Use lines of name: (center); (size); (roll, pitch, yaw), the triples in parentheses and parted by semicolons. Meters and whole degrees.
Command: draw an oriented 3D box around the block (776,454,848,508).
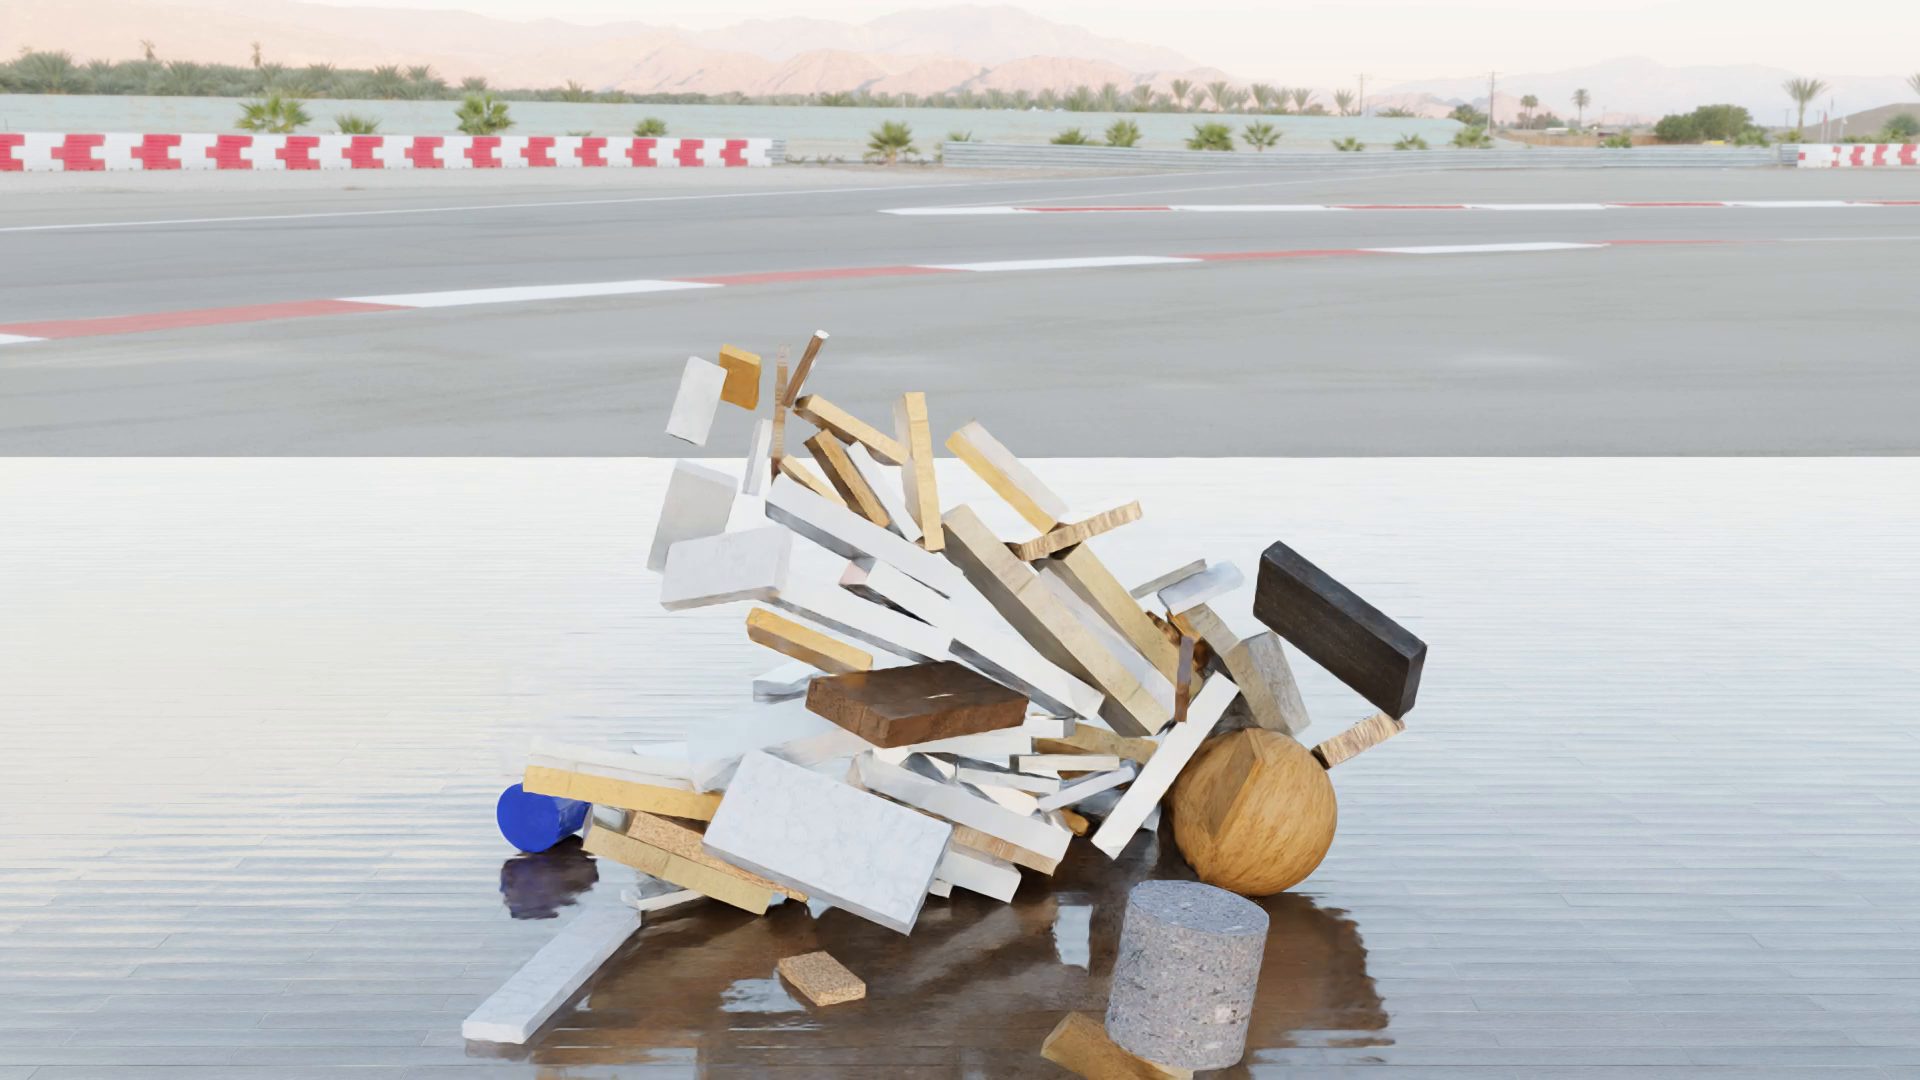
block: (-0.242, -0.090, 3.590); (0.126, 0.018, 0.063); (40, -12, -7)

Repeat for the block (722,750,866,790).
block: (-0.202, 0.326, 3.627); (0.406, 0.029, 0.103); (-15, 18, -8)

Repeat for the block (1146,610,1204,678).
block: (0.358, 0.180, 3.691); (0.019, 0.134, 0.067); (-42, 35, -9)

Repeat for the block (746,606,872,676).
block: (-0.243, 0.174, 3.564); (0.209, 0.030, 0.104); (22, -18, 5)

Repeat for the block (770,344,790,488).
block: (-0.299, -0.197, 3.655); (0.018, 0.270, 0.063); (4, 39, -4)

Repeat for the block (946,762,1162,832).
block: (0.095, 0.461, 4.050); (0.525, 0.049, 0.173); (6, -12, 29)

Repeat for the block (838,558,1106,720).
block: (0.018, 0.165, 3.627); (0.448, 0.047, 0.167); (32, -11, -15)

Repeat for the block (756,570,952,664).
block: (-0.191, 0.116, 3.546); (0.335, 0.047, 0.167); (22, -9, -12)

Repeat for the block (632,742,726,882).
block: (-0.450, 0.467, 3.805); (0.193, 0.193, 0.193); (-4, 11, -19)

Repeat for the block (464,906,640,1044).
block: (-0.603, 0.645, 3.302); (0.088, 0.025, 0.480); (2, 11, 12)

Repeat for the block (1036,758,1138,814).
block: (0.213, 0.410, 3.671); (0.168, 0.024, 0.084); (-22, 0, 8)

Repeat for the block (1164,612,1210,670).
block: (0.382, 0.165, 3.685); (0.020, 0.072, 0.143); (-38, -24, -3)

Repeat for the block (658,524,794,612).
block: (-0.354, 0.043, 3.325); (0.209, 0.104, 0.030); (-9, -33, 28)

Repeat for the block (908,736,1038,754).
block: (0.022, 0.341, 3.684); (0.206, 0.029, 0.103); (1, -3, 8)

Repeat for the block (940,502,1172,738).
block: (0.141, 0.139, 3.645); (0.047, 0.489, 0.165); (-46, 5, -14)

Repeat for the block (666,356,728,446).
block: (-0.416, -0.219, 3.472); (0.064, 0.128, 0.018); (21, -8, -36)

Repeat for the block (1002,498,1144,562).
block: (0.180, -0.018, 3.621); (0.219, 0.031, 0.109); (-21, 10, -20)

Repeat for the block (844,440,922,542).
block: (-0.133, -0.074, 3.592); (0.026, 0.185, 0.093); (-35, 4, -15)

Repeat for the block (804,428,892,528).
block: (-0.184, -0.095, 3.600); (0.026, 0.185, 0.093); (-36, 6, -14)

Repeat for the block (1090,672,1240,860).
block: (0.338, 0.375, 3.660); (0.049, 0.346, 0.173); (36, -4, 6)

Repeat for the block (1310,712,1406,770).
block: (0.654, 0.362, 3.793); (0.147, 0.042, 0.294); (-25, -10, -11)

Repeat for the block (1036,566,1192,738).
block: (0.239, 0.191, 3.715); (0.047, 0.329, 0.165); (-46, -5, -14)

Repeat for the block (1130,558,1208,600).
block: (0.346, 0.066, 3.656); (0.134, 0.019, 0.067); (-24, -3, 4)

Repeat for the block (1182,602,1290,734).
block: (0.460, 0.217, 3.720); (0.042, 0.294, 0.147); (-38, 48, -3)

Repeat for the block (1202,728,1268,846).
block: (0.430, 0.388, 3.451); (0.020, 0.183, 0.072); (11, 35, -17)

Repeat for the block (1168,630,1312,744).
block: (0.529, 0.317, 4.302); (0.203, 0.203, 0.203); (-22, -2, 28)

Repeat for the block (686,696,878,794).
block: (-0.271, 0.315, 3.579); (0.343, 0.049, 0.171); (-14, 18, -5)

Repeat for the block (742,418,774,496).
block: (-0.338, -0.137, 3.668); (0.018, 0.128, 0.064); (12, -2, -16)

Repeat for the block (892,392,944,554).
block: (-0.069, -0.105, 3.613); (0.031, 0.259, 0.109); (-6, -6, -14)

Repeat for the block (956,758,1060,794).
block: (0.078, 0.392, 3.655); (0.168, 0.024, 0.084); (8, 6, -2)

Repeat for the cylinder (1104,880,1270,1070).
cylinder: (0.277, 0.529, 2.690); (0.173, 0.173, 0.173); (9, 11, -2)
